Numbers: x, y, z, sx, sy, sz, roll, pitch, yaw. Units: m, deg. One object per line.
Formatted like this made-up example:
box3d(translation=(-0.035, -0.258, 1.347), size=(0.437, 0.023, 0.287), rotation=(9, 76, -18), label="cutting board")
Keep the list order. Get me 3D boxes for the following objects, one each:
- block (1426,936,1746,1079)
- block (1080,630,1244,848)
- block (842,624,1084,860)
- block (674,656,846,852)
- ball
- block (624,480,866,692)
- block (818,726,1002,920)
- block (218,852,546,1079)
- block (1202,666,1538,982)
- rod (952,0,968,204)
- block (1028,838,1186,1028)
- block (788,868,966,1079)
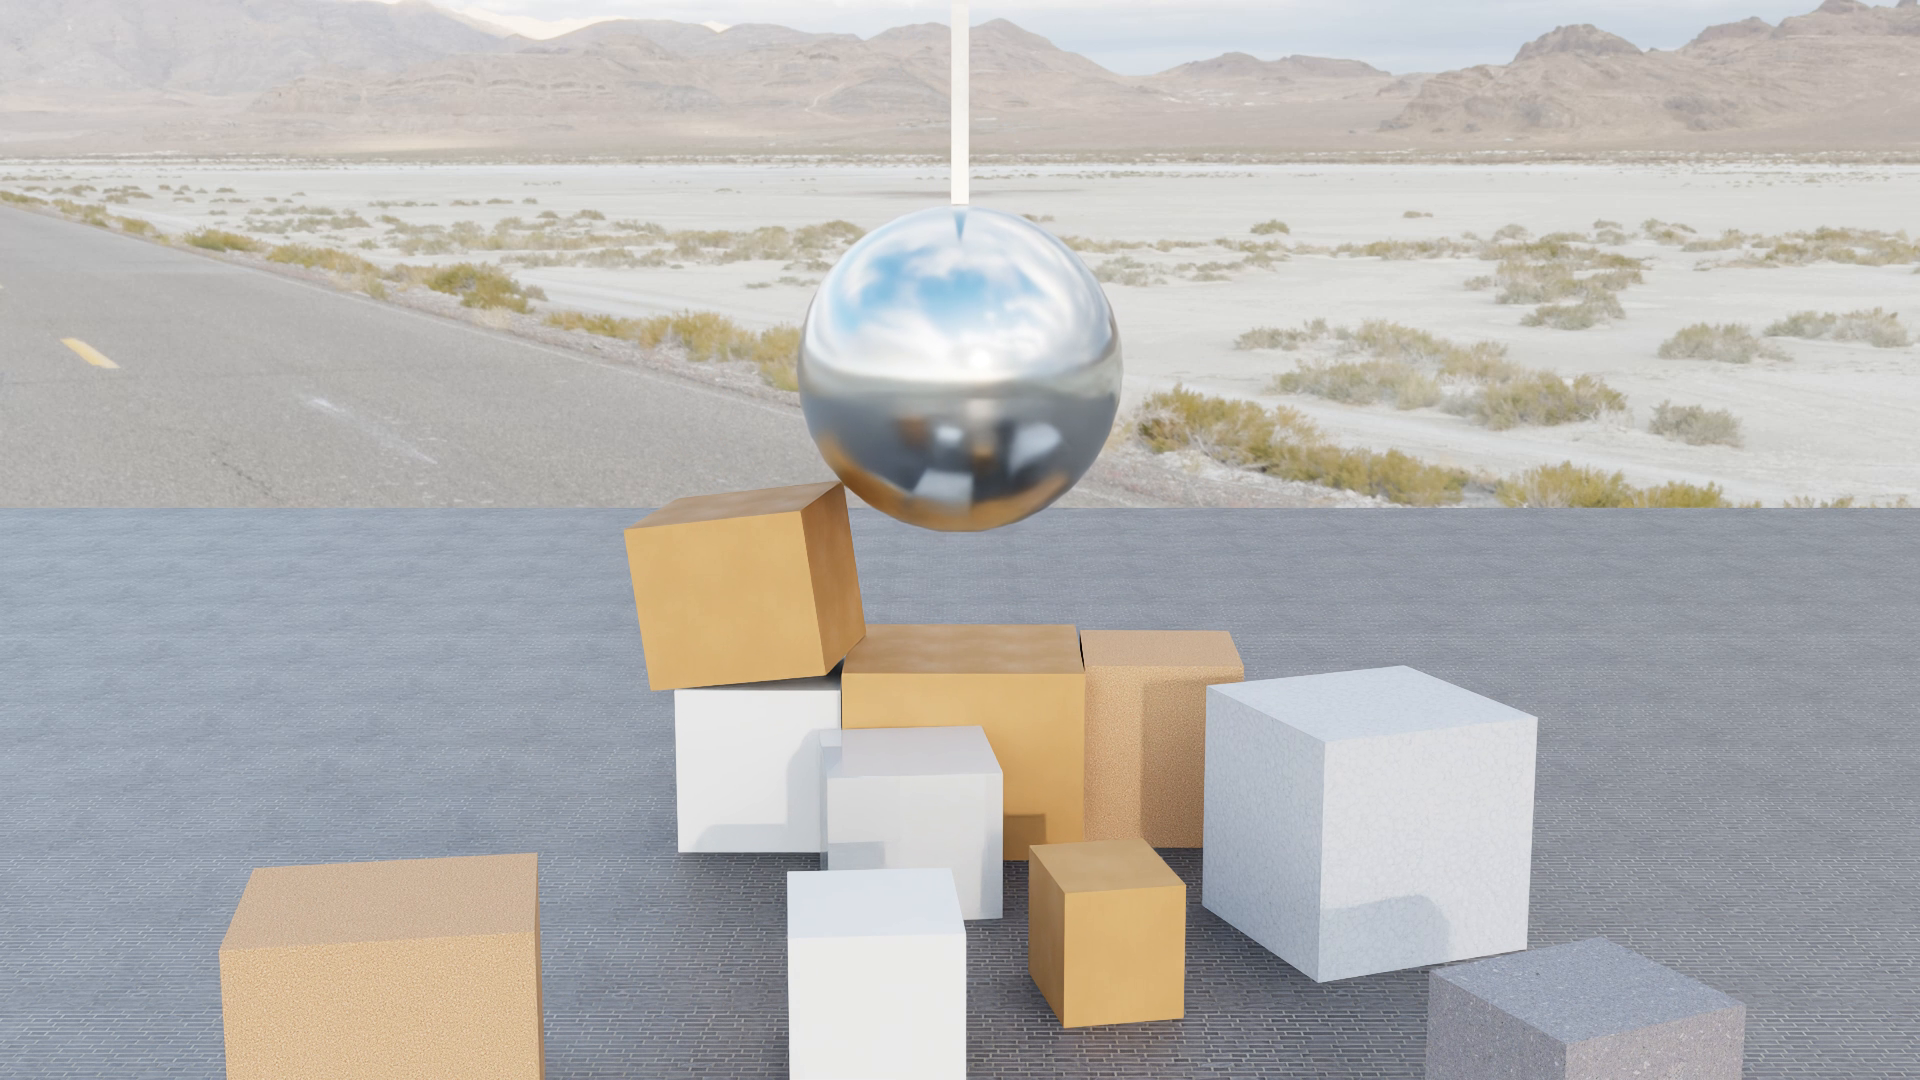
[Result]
box3d(translation=(2.146, 1.849, 7.608), size=(0.773, 0.639, 0.709), rotation=(-5, 11, -25), label="block")
box3d(translation=(1.022, 1.013, 11.376), size=(0.788, 0.936, 0.809), rotation=(0, 10, 1), label="block")
box3d(translation=(0.020, 1.017, 11.324), size=(1.183, 0.947, 1.106), rotation=(0, 10, 0), label="block")
box3d(translation=(-0.996, 1.071, 11.358), size=(0.820, 0.830, 0.907), rotation=(0, 10, 0), label="block")
box3d(translation=(0.000, -0.835, 10.755), size=(1.600, 1.600, 1.600), rotation=(0, 10, 0), label="ball")
box3d(translation=(-1.069, 0.219, 11.141), size=(0.907, 0.820, 0.842), rotation=(-6, 10, 12), label="block")
box3d(translation=(-0.246, 1.325, 10.353), size=(0.794, 0.688, 0.823), rotation=(-1, 10, -6), label="block")
box3d(translation=(-2.023, 1.692, 7.862), size=(1.027, 0.859, 0.853), rotation=(-2, 10, -10), label="block")
box3d(translation=(1.809, 1.232, 9.855), size=(1.058, 1.050, 1.032), rotation=(-4, 11, -22), label="block")
box3d(translation=(0.000, -4.204, 10.298), size=(0.080, 5.200, 0.080), rotation=(0, 8, 0), label="rod")
box3d(translation=(0.599, 1.615, 9.107), size=(0.500, 0.564, 0.615), rotation=(-2, 11, -11), label="block")
box3d(translation=(-0.330, 1.695, 8.411), size=(0.648, 0.656, 0.741), rotation=(-1, 10, -4), label="block")
